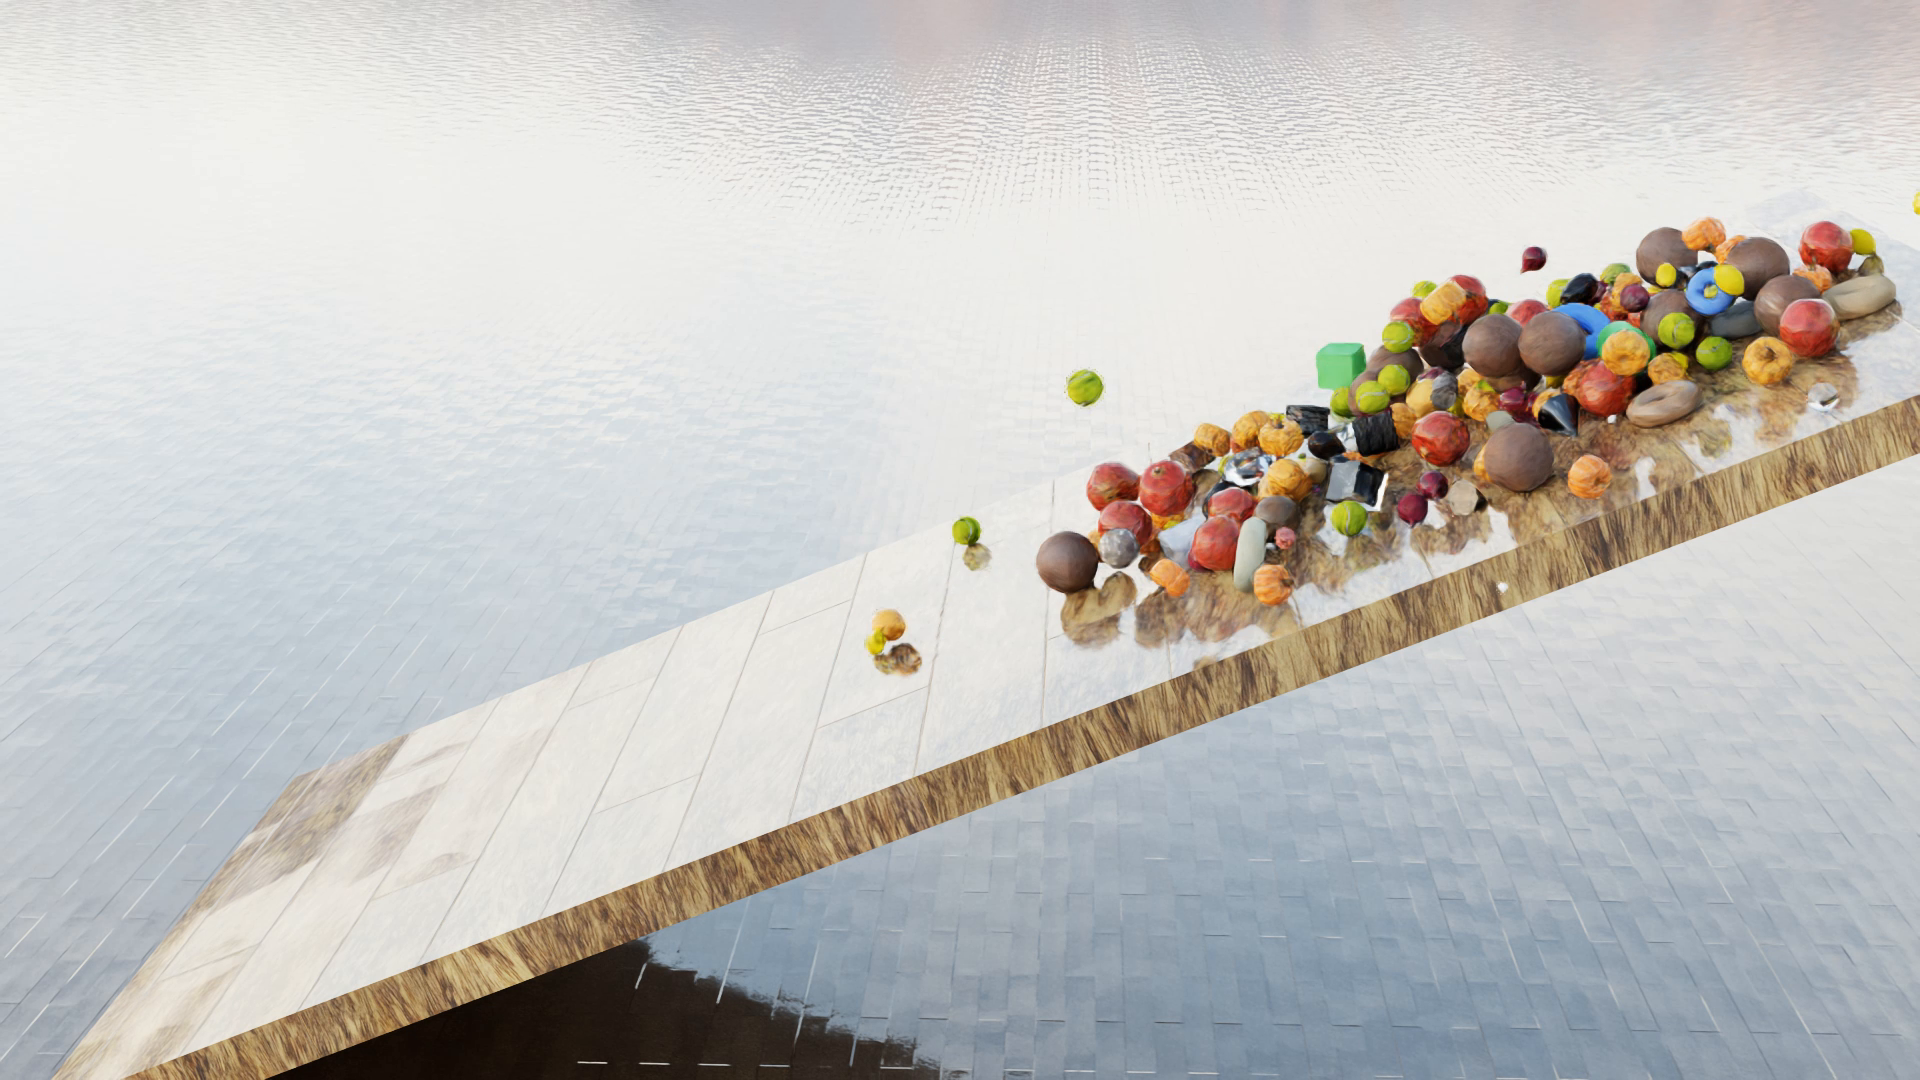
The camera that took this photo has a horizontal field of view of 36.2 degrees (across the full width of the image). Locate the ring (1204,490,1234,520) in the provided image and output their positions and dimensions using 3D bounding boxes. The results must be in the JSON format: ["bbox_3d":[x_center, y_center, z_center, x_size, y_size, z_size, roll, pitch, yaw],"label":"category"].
[{"bbox_3d":[0.531,-0.071,6.020,0.026,0.077,0.077,41,25,8],"label":"ring"}]

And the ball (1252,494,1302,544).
[{"bbox_3d":[0.627,-0.041,5.822,0.097,0.097,0.097,0,14,0],"label":"ball"}]

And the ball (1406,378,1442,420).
[{"bbox_3d":[0.996,-0.301,6.290,0.087,0.087,0.087,0,14,0],"label":"ball"}]

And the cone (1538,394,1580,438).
[{"bbox_3d":[1.185,-0.224,5.732,0.088,0.088,0.088,-4,39,-17],"label":"cone"}]

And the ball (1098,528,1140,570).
[{"bbox_3d":[0.320,0.017,5.920,0.083,0.083,0.083,0,14,0],"label":"ball"}]

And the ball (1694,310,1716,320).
[{"bbox_3d":[1.565,-0.502,6.124,0.084,0.084,0.084,0,14,0],"label":"ball"}]

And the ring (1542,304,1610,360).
[{"bbox_3d":[1.246,-0.420,5.925,0.145,0.048,0.145,3,47,-3],"label":"ring"}]

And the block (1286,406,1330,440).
[{"bbox_3d":[0.756,-0.256,6.398,0.068,0.068,0.068,0,7,-22],"label":"block"}]

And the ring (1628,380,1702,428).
[{"bbox_3d":[1.336,-0.258,5.580,0.144,0.048,0.144,-23,15,7],"label":"ring"}]

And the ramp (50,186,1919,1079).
[{"bbox_3d":[0.126,0.172,6.289,4.000,0.100,2.000,-21,12,8],"label":"ramp"}]

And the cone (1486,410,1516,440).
[{"bbox_3d":[1.042,-0.210,5.718,0.060,0.060,0.060,7,56,-10],"label":"cone"}]

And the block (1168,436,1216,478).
[{"bbox_3d":[0.527,-0.188,6.678,0.065,0.065,0.065,-30,1,-31],"label":"block"}]

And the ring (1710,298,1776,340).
[{"bbox_3d":[1.585,-0.448,5.940,0.146,0.049,0.146,-21,11,4],"label":"ring"}]

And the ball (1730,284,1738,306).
[{"bbox_3d":[1.560,-0.504,6.027,0.067,0.067,0.067,0,14,0],"label":"ball"}]

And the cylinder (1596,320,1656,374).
[{"bbox_3d":[1.317,-0.380,5.813,0.086,0.086,0.086,13,-6,42],"label":"cylinder"}]

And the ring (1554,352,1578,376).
[{"bbox_3d":[1.270,-0.387,6.150,0.031,0.093,0.093,14,19,31],"label":"ring"}]

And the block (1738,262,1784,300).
[{"bbox_3d":[1.659,-0.524,6.058,0.068,0.068,0.068,-33,11,1],"label":"block"}]

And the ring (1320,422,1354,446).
[{"bbox_3d":[0.827,-0.231,6.438,0.083,0.028,0.083,-23,12,5],"label":"ring"}]

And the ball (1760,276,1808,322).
[{"bbox_3d":[1.631,-0.478,5.824,0.091,0.091,0.091,0,14,0],"label":"ball"}]

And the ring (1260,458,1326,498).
[{"bbox_3d":[0.699,-0.128,6.179,0.150,0.050,0.150,-21,13,5],"label":"ring"}]

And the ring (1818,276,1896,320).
[{"bbox_3d":[1.751,-0.473,5.742,0.149,0.050,0.149,-19,15,5],"label":"ring"}]

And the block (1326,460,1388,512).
[{"bbox_3d":[0.781,-0.105,5.790,0.077,0.077,0.077,23,-15,-31],"label":"block"}]

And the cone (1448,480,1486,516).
[{"bbox_3d":[0.966,-0.077,5.519,0.069,0.069,0.069,2,10,-40],"label":"cone"}]

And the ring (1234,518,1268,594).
[{"bbox_3d":[0.552,0.029,5.587,0.049,0.146,0.146,8,15,9],"label":"ring"}]

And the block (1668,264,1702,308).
[{"bbox_3d":[1.507,-0.524,6.060,0.060,0.060,0.060,37,38,30],"label":"block"}]

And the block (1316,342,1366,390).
[{"bbox_3d":[0.890,-0.405,6.864,0.087,0.087,0.087,5,23,28],"label":"block"}]

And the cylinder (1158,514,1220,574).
[{"bbox_3d":[0.462,0.008,5.922,0.093,0.093,0.093,-25,18,-7],"label":"cylinder"}]

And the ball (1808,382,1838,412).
[{"bbox_3d":[1.526,-0.253,5.202,0.053,0.053,0.053,0,14,0],"label":"ball"}]

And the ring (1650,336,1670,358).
[{"bbox_3d":[1.408,-0.390,6.046,0.106,0.035,0.106,-22,9,4],"label":"ring"}]

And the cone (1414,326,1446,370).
[{"bbox_3d":[1.069,-0.457,6.753,0.094,0.094,0.094,-37,13,10],"label":"cone"}]

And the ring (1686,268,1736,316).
[{"bbox_3d":[1.491,-0.493,5.840,0.097,0.097,0.032,9,-9,31],"label":"ring"}]

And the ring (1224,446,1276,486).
[{"bbox_3d":[0.616,-0.157,6.263,0.118,0.039,0.118,-23,24,11],"label":"ring"}]

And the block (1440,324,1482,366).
[{"bbox_3d":[1.043,-0.405,6.128,0.053,0.053,0.053,-42,3,-36],"label":"block"}]
